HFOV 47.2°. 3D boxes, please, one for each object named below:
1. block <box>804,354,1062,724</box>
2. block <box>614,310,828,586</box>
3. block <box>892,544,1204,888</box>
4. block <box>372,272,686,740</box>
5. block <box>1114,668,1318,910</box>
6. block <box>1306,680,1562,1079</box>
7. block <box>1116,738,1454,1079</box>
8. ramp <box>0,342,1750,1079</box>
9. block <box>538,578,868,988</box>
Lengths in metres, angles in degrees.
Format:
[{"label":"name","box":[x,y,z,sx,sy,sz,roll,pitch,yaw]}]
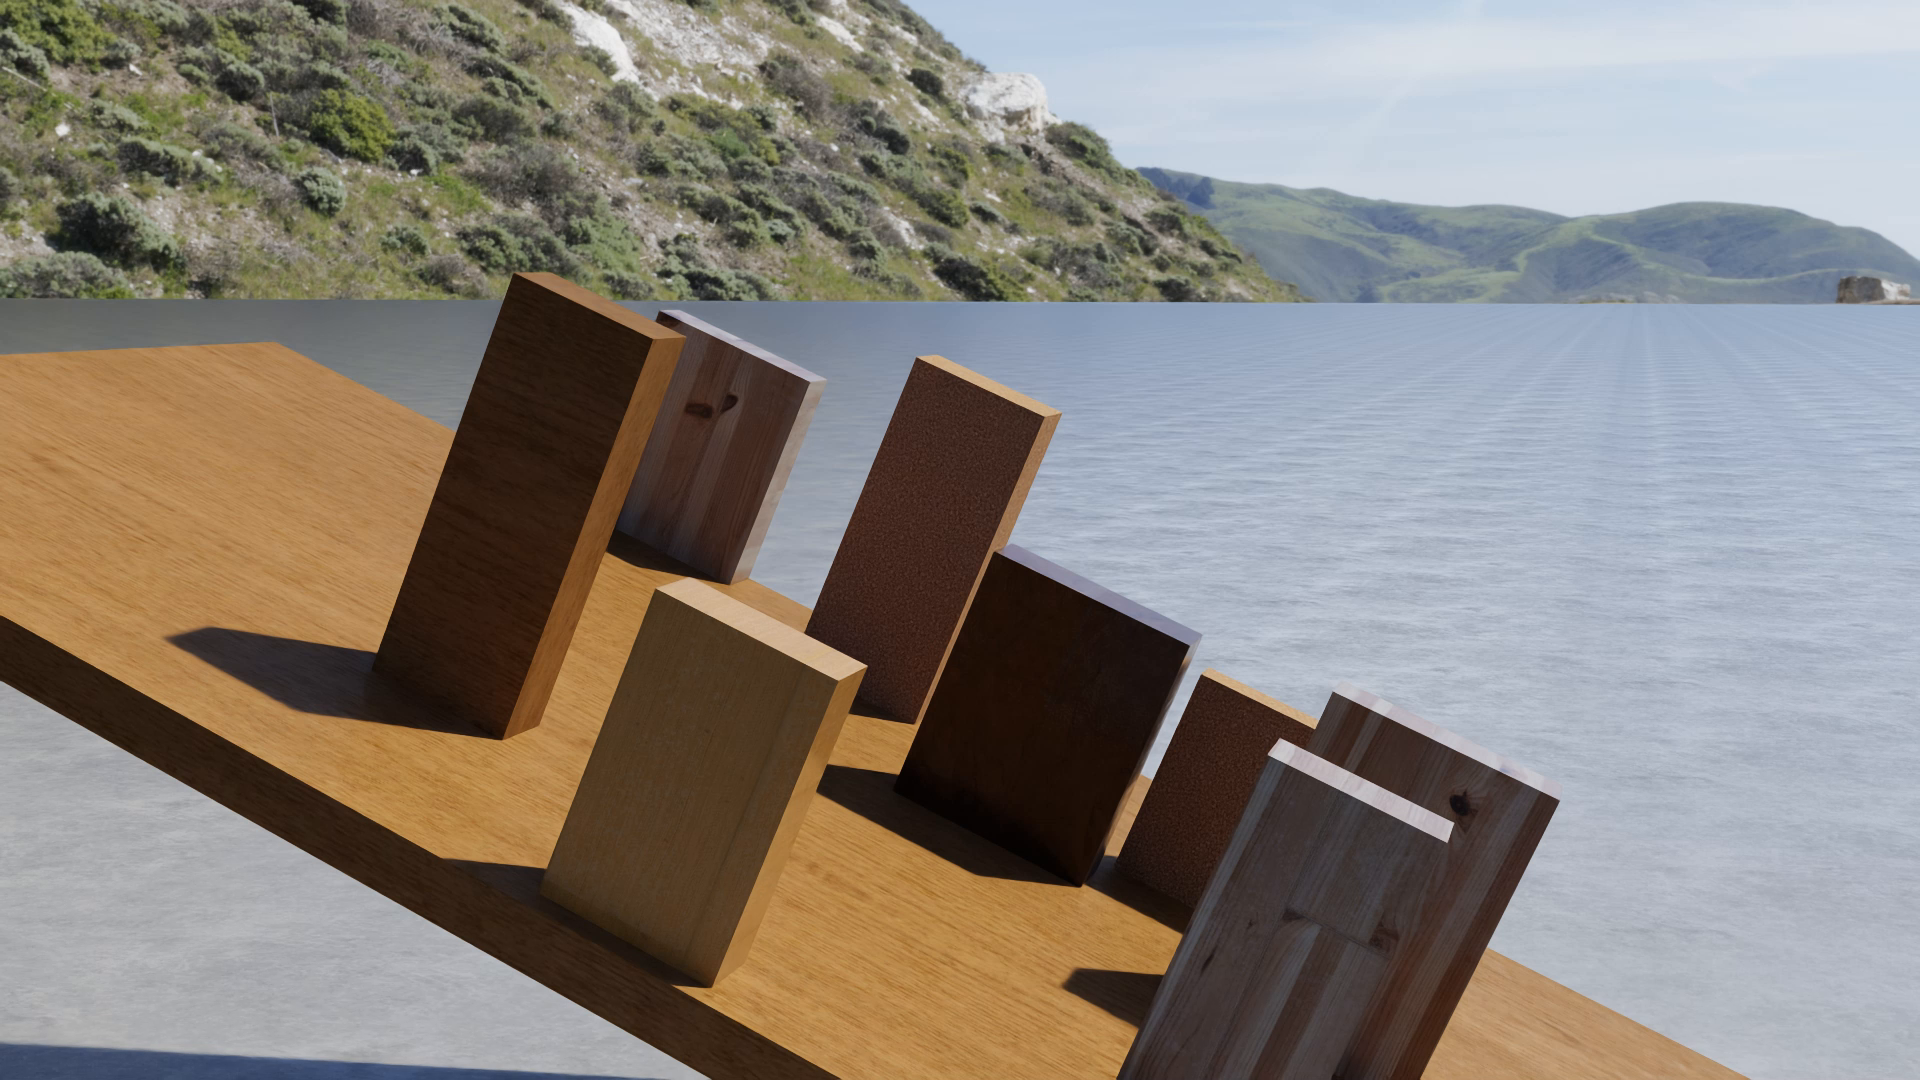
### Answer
[{"label":"block","box":[-0.073,-0.002,4.740,0.305,0.726,0.147,26,13,13]},{"label":"block","box":[-0.602,-0.220,5.180,0.406,0.520,0.113,26,13,13]},{"label":"block","box":[0.167,0.335,4.249,0.413,0.522,0.131,26,13,13]},{"label":"block","box":[-0.745,-0.058,3.782,0.275,0.750,0.133,26,13,13]},{"label":"block","box":[0.581,0.540,4.321,0.415,0.435,0.080,26,13,13]},{"label":"block","box":[0.721,0.617,3.843,0.415,0.616,0.115,26,13,13]},{"label":"block","box":[0.469,0.645,3.288,0.282,0.625,0.119,26,13,13]},{"label":"ramp","box":[-0.290,0.506,4.185,4.000,0.100,2.000,26,13,13]},{"label":"block","box":[-0.384,0.357,3.262,0.306,0.511,0.124,26,13,13]}]
